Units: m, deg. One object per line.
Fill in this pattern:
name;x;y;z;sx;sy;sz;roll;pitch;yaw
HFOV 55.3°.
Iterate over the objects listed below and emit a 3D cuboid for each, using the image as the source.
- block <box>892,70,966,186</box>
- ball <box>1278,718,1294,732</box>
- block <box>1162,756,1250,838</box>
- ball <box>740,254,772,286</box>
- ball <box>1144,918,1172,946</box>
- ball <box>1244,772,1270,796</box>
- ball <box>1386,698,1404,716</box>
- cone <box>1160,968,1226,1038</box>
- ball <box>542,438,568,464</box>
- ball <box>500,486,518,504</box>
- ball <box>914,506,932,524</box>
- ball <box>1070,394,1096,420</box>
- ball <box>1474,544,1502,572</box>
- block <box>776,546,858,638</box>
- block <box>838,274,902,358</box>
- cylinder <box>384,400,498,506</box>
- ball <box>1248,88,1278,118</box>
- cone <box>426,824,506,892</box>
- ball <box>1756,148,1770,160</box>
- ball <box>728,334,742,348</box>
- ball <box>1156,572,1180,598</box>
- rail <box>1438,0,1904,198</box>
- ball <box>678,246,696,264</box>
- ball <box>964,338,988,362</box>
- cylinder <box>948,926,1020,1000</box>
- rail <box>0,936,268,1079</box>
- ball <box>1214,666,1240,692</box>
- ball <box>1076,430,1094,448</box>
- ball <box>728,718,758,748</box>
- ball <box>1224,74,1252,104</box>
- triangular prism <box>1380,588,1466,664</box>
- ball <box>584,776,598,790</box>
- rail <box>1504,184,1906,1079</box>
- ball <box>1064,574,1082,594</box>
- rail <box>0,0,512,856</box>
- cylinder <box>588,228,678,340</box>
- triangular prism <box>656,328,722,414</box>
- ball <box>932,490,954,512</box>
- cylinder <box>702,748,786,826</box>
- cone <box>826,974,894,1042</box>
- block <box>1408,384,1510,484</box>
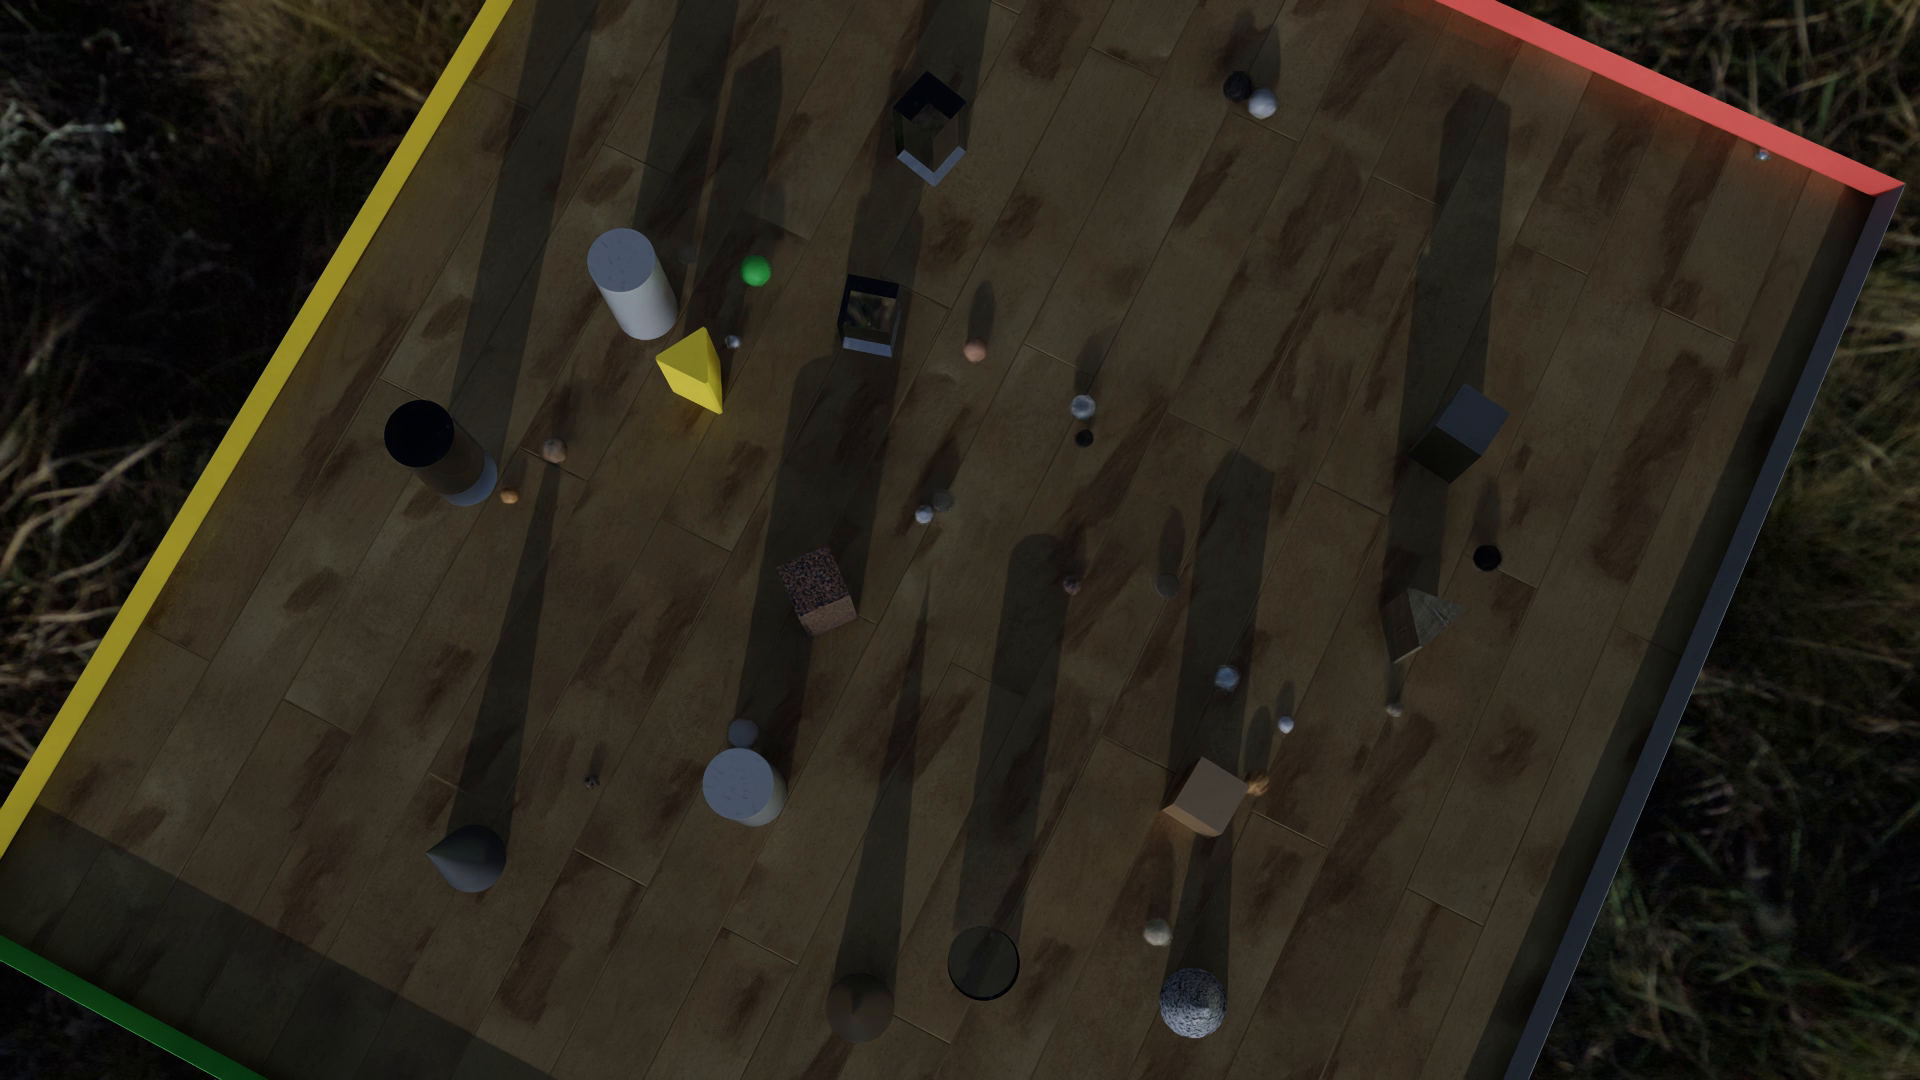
block;-0.091;-1.272;5.691;0.158;0.370;0.158;40;81;8
ball;0.973;0.553;5.478;0.047;0.047;0.047;0;78;0
block;0.709;0.748;5.306;0.158;0.306;0.158;32;80;6
ball;-0.640;-0.845;5.741;0.099;0.099;0.099;0;78;0
ball;0.575;1.142;5.339;0.082;0.082;0.082;0;78;0
ball;0.879;0.722;5.429;0.075;0.075;0.075;0;78;0
ball;1.301;0.501;5.486;0.052;0.052;0.052;0;78;0
cone;0.679;1.313;5.169;0.198;0.345;0.198;0;78;0
ball;-1.245;-0.275;5.632;0.081;0.081;0.081;0;78;0
ball;-1.382;-0.138;5.617;0.055;0.055;0.055;0;78;0
ball;-0.110;-0.079;5.604;0.056;0.056;0.056;0;78;0
ball;0.381;-0.411;5.662;0.077;0.077;0.077;0;78;0
ball;1.601;0.054;5.563;0.083;0.083;0.083;0;78;0
block;-0.416;0.156;5.382;0.158;0.396;0.158;-23;79;-5
block;-0.276;-0.688;5.634;0.158;0.244;0.158;11;79;2
cylinder;-1.527;-0.251;5.416;0.198;0.494;0.198;0;78;0
ball;0.967;-1.394;5.858;0.093;0.093;0.093;0;78;0
cone;-1.442;0.893;5.182;0.198;0.489;0.198;0;78;0
ball;2.564;-1.232;5.850;0.042;0.042;0.042;0;78;0
ball;-0.704;-0.620;5.723;0.042;0.042;0.042;0;78;0
ball;0.629;0.137;5.550;0.075;0.075;0.075;0;78;0
rail;1.031;-2.013;5.967;4.268;0.129;0.045;26;80;5
ball;-0.860;-0.897;5.775;0.053;0.053;0.053;0;78;0
ball;0.049;-0.592;5.700;0.076;0.076;0.076;0;78;0
cylinder;0.065;1.194;5.182;0.198;0.367;0.198;0;78;0
rail;-1.031;2.027;5.130;4.268;0.129;0.045;26;80;5
ball;0.797;0.418;5.491;0.077;0.077;0.077;0;78;0
ball;0.385;-0.314;5.654;0.054;0.054;0.054;0;78;0
ball;-0.643;0.576;5.451;0.090;0.090;0.090;0;78;0
ball;0.890;-1.446;5.868;0.093;0.093;0.093;0;78;0
triangular prism;1.325;0.230;5.388;0.171;0.355;0.149;-39;81;-7
ball;-1.095;0.722;5.446;0.042;0.042;0.042;0;78;0
rail;1.888;0.931;5.357;0.045;0.129;4.660;26;80;5
ball;0.342;0.136;5.558;0.059;0.059;0.059;0;78;0
rail;-1.888;-0.917;5.740;0.045;0.129;4.660;26;80;5
cylinder;-0.985;-0.769;5.548;0.198;0.446;0.198;0;78;0
triangular prism;-0.786;-0.529;5.556;0.171;0.332;0.149;26;80;5
ball;-0.054;-0.119;5.607;0.067;0.067;0.067;0;78;0
cylinder;-0.614;0.714;5.269;0.198;0.391;0.198;0;78;0
cone;-0.292;1.320;5.133;0.198;0.412;0.198;0;78;0
block;1.493;-0.316;5.504;0.158;0.348;0.158;35;80;7
